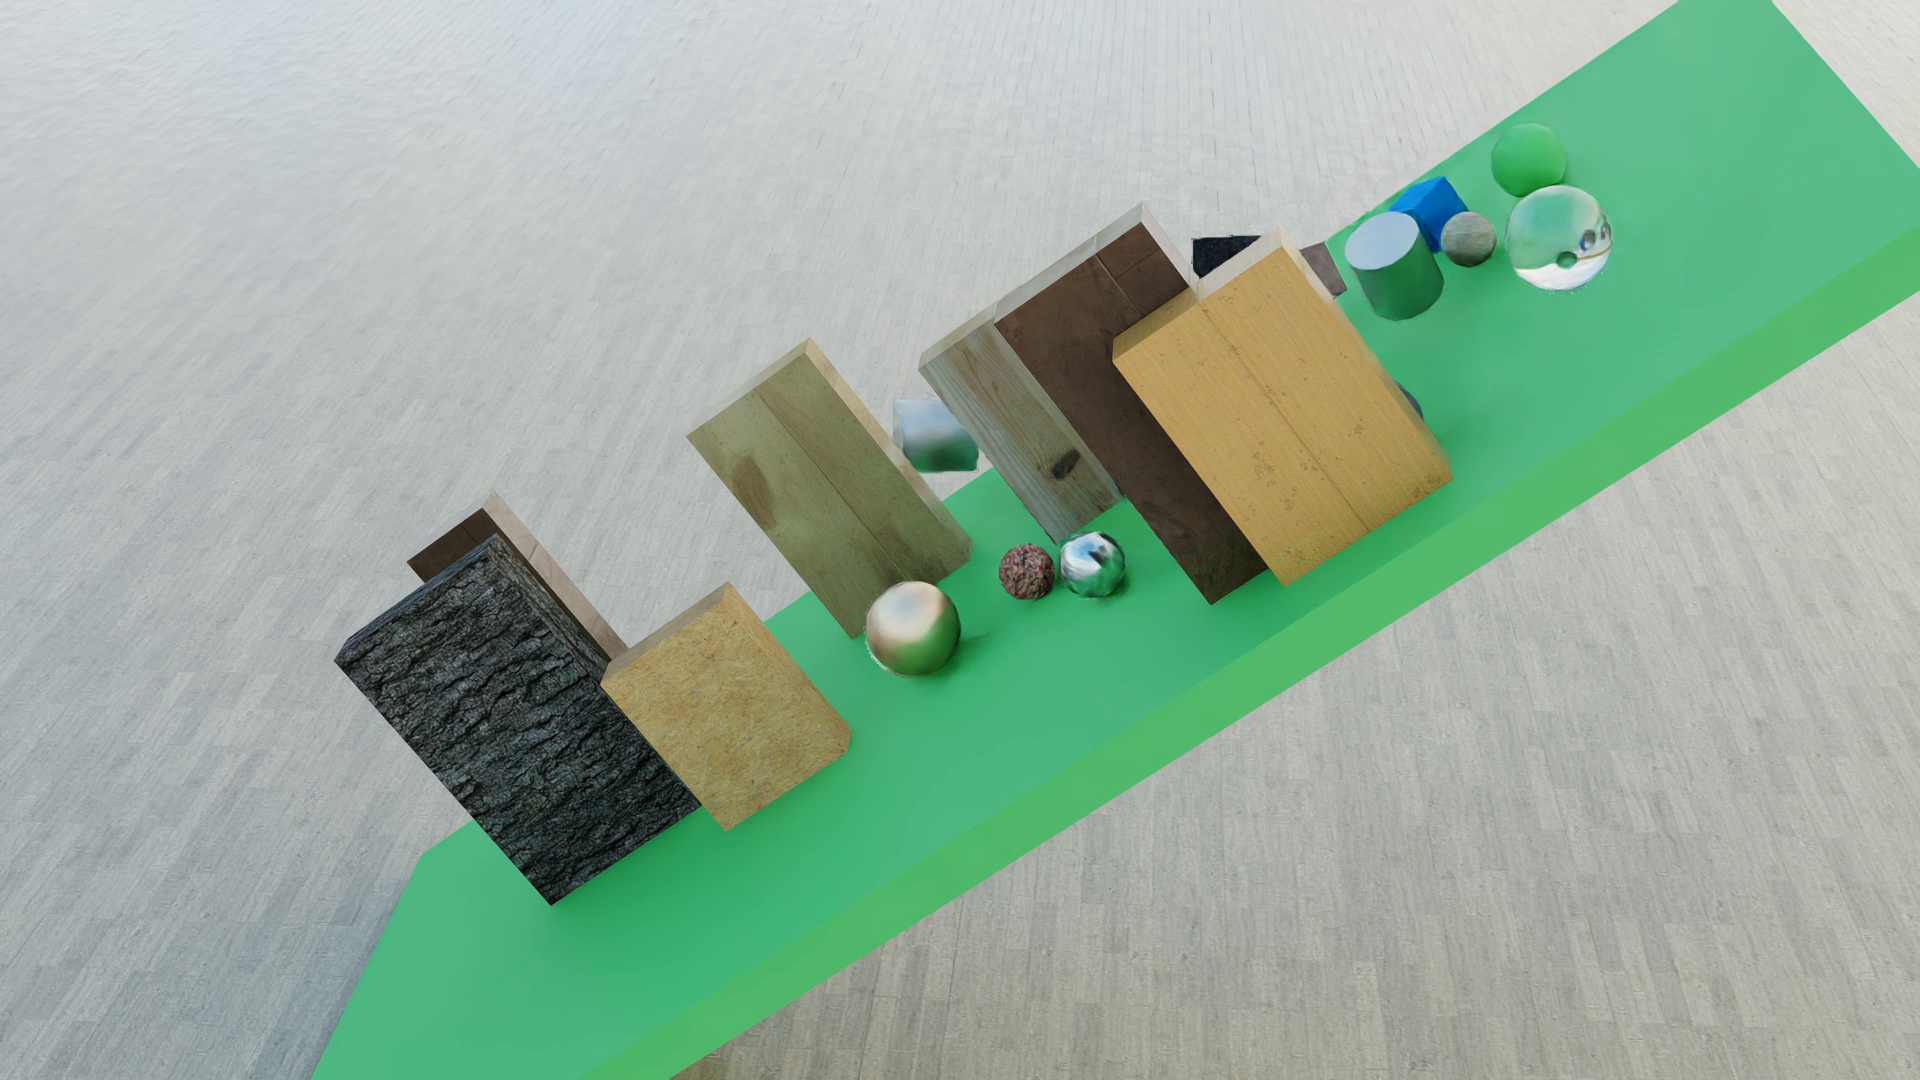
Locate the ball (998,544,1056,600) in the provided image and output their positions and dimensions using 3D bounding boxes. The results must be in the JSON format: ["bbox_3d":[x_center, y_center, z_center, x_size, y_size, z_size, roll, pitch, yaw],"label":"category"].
[{"bbox_3d":[0.141,0.068,6.194,0.119,0.119,0.119,0,22,0],"label":"ball"}]

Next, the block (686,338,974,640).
[{"bbox_3d":[-0.295,-0.114,6.758,0.345,0.619,0.109,-34,16,16],"label":"block"}]

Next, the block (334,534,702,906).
[{"bbox_3d":[-0.974,0.407,6.568,0.442,0.749,0.119,-34,16,16],"label":"block"}]

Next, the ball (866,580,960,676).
[{"bbox_3d":[-0.099,0.187,6.243,0.202,0.202,0.202,0,22,0],"label":"ball"}]

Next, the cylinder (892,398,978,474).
[{"bbox_3d":[-0.059,-0.249,6.997,0.179,0.179,0.179,-4,23,-8],"label":"cylinder"}]

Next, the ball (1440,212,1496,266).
[{"bbox_3d":[1.054,-0.624,6.101,0.115,0.115,0.115,0,22,0],"label":"ball"}]

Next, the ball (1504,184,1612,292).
[{"bbox_3d":[1.140,-0.574,5.602,0.203,0.203,0.203,0,22,0],"label":"ball"}]

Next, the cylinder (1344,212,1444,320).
[{"bbox_3d":[0.875,-0.551,5.919,0.155,0.155,0.155,-19,44,19],"label":"cylinder"}]

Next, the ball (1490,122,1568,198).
[{"bbox_3d":[1.197,-0.798,6.189,0.159,0.159,0.159,0,22,0],"label":"ball"}]

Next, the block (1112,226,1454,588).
[{"bbox_3d":[0.579,-0.237,5.288,0.364,0.535,0.128,-34,16,16],"label":"block"}]

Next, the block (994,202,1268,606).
[{"bbox_3d":[0.401,-0.247,5.442,0.330,0.682,0.130,-34,16,16],"label":"block"}]

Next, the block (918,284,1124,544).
[{"bbox_3d":[0.171,-0.271,6.374,0.272,0.498,0.111,-34,16,16],"label":"block"}]

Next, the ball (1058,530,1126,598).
[{"bbox_3d":[0.266,0.049,5.932,0.137,0.137,0.137,0,22,0],"label":"ball"}]

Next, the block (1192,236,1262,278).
[{"bbox_3d":[0.592,-0.615,6.503,0.107,0.107,0.107,-6,5,-39],"label":"block"}]

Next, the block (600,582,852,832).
[{"bbox_3d":[-0.494,0.355,6.237,0.329,0.426,0.109,-34,16,16],"label":"block"}]

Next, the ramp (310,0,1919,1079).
[{"bbox_3d":[0.130,0.178,6.319,4.000,0.100,2.000,-34,16,16],"label":"ramp"}]

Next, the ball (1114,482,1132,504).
[{"bbox_3d":[0.411,-0.159,6.072,0.203,0.203,0.203,0,22,0],"label":"ball"}]

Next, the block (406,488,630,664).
[{"bbox_3d":[-1.059,0.223,7.392,0.251,0.690,0.126,-34,16,16],"label":"block"}]

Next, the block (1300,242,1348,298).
[{"bbox_3d":[0.728,-0.548,6.266,0.115,0.115,0.115,-22,-7,-28],"label":"block"}]

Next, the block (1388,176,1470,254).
[{"bbox_3d":[1.016,-0.699,6.397,0.117,0.117,0.117,-46,17,-25],"label":"block"}]

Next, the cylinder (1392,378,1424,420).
[{"bbox_3d":[0.780,-0.233,5.541,0.154,0.154,0.154,-2,16,-5],"label":"cylinder"}]
